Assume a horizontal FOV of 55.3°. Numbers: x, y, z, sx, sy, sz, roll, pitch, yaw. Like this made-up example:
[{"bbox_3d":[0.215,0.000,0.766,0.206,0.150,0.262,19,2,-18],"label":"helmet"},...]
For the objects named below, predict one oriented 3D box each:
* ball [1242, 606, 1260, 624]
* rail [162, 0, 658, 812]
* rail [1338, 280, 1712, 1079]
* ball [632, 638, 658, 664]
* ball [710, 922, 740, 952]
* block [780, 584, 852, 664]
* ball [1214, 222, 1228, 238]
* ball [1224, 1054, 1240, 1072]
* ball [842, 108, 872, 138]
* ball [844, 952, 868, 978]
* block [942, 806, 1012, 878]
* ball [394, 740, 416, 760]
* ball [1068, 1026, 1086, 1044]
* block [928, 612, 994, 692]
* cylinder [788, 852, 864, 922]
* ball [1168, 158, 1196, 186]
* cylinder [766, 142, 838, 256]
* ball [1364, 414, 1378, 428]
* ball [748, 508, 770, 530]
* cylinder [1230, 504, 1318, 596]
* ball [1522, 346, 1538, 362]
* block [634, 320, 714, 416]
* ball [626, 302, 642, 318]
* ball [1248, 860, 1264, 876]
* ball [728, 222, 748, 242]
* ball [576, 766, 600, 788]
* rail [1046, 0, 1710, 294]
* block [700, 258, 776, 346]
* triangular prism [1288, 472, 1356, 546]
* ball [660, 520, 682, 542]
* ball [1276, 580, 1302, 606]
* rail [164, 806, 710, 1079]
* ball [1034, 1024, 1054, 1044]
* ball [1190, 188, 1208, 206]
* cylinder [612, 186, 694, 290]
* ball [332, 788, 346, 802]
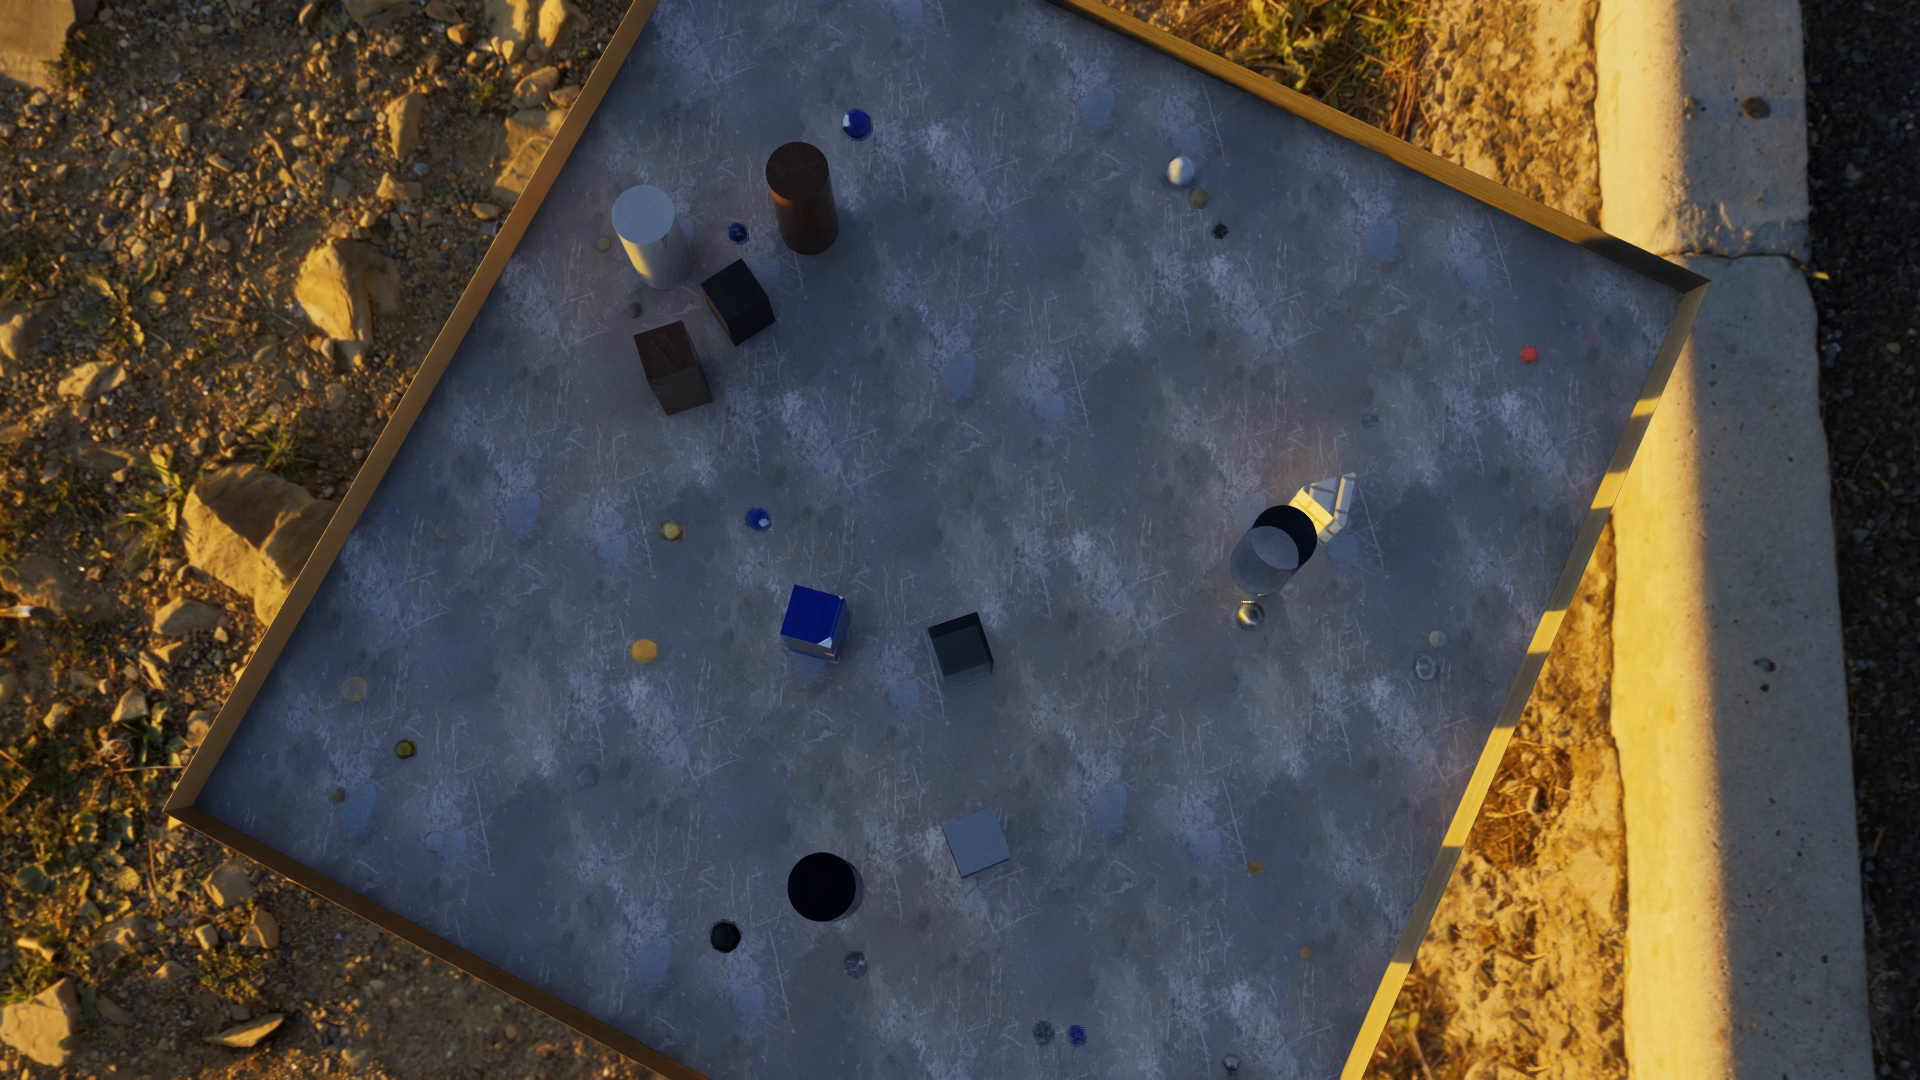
[{"bbox_3d":[0.877,0.226,5.522,0.052,0.052,0.052,0,78,0],"label":"ball"},{"bbox_3d":[-1.512,-0.734,5.705,0.045,0.121,3.531,26,80,5],"label":"rail"},{"bbox_3d":[1.512,0.747,5.399,0.045,0.121,3.531,26,80,5],"label":"rail"},{"bbox_3d":[-0.948,0.335,5.508,0.076,0.076,0.076,0,78,0],"label":"ball"},{"bbox_3d":[-0.683,1.155,5.332,0.089,0.089,0.089,0,78,0],"label":"ball"},{"bbox_3d":[-0.421,0.250,5.393,0.149,0.336,0.149,15,79,3],"label":"block"},{"bbox_3d":[0.824,-0.980,5.796,0.044,0.044,0.044,0,78,0],"label":"ball"},{"bbox_3d":[0.783,1.507,5.281,0.047,0.047,0.047,0,78,0],"label":"ball"},{"bbox_3d":[-0.329,-1.327,5.843,0.093,0.093,0.093,0,78,0],"label":"ball"},{"bbox_3d":[-0.303,1.234,5.324,0.073,0.073,0.073,0,78,0],"label":"ball"},{"bbox_3d":[0.047,0.871,5.250,0.149,0.365,0.149,-21,79,-4],"label":"block"},{"bbox_3d":[-1.653,0.623,5.457,0.059,0.059,0.059,0,78,0],"label":"ball"},{"bbox_3d":[0.337,1.431,5.296,0.049,0.049,0.049,0,78,0],"label":"ball"},{"bbox_3d":[0.002,0.332,5.367,0.149,0.353,0.149,-18,79,-4],"label":"block"},{"bbox_3d":[-0.375,0.986,5.188,0.186,0.439,0.186,0,78,0],"label":"cylinder"},{"bbox_3d":[0.703,-1.167,5.810,0.092,0.092,0.092,0,78,0],"label":"ball"},{"bbox_3d":[-0.478,-1.038,5.603,0.186,0.447,0.186,0,78,0],"label":"cylinder"},{"bbox_3d":[1.270,-0.369,5.672,0.041,0.041,0.041,0,78,0],"label":"ball"},{"bbox_3d":[-0.616,-0.063,5.595,0.068,0.068,0.068,0,78,0],"label":"ball"},{"bbox_3d":[0.916,0.036,5.387,0.186,0.434,0.186,0,78,0],"label":"cylinder"},{"bbox_3d":[1.776,-0.580,5.710,0.052,0.052,0.052,0,78,0],"label":"ball"},{"bbox_3d":[-0.862,-0.515,5.534,0.149,0.371,0.149,-18,79,-4],"label":"block"},{"bbox_3d":[-1.021,-0.720,5.739,0.051,0.051,0.051,0,78,0],"label":"ball"},{"bbox_3d":[0.872,0.965,5.395,0.042,0.042,0.042,0,78,0],"label":"ball"},{"bbox_3d":[-0.702,-0.970,5.786,0.061,0.061,0.061,0,78,0],"label":"ball"},{"bbox_3d":[-1.104,0.701,5.438,0.066,0.066,0.066,0,78,0],"label":"ball"},{"bbox_3d":[0.779,-1.519,5.868,3.428,0.121,0.045,26,80,5],"label":"rail"},{"bbox_3d":[-0.683,-0.731,5.648,0.149,0.234,0.149,-34,80,-7],"label":"block"},{"bbox_3d":[1.105,-0.116,5.487,0.161,0.301,0.140,43,82,8],"label":"triangular prism"},{"bbox_3d":[-0.879,-0.027,5.589,0.065,0.065,0.065,0,78,0],"label":"ball"},{"bbox_3d":[0.999,0.159,5.557,0.081,0.081,0.081,0,78,0],"label":"ball"},{"bbox_3d":[-0.779,1.532,5.237,3.428,0.121,0.045,26,80,5],"label":"rail"},{"bbox_3d":[0.240,1.426,5.292,0.058,0.058,0.058,0,78,0],"label":"ball"},{"bbox_3d":[0.760,-1.087,5.811,0.059,0.059,0.059,0,78,0],"label":"ball"},{"bbox_3d":[-0.936,-0.922,5.606,0.186,0.393,0.186,0,78,0],"label":"cylinder"},{"bbox_3d":[-1.844,0.759,5.438,0.042,0.042,0.042,0,78,0],"label":"ball"}]
